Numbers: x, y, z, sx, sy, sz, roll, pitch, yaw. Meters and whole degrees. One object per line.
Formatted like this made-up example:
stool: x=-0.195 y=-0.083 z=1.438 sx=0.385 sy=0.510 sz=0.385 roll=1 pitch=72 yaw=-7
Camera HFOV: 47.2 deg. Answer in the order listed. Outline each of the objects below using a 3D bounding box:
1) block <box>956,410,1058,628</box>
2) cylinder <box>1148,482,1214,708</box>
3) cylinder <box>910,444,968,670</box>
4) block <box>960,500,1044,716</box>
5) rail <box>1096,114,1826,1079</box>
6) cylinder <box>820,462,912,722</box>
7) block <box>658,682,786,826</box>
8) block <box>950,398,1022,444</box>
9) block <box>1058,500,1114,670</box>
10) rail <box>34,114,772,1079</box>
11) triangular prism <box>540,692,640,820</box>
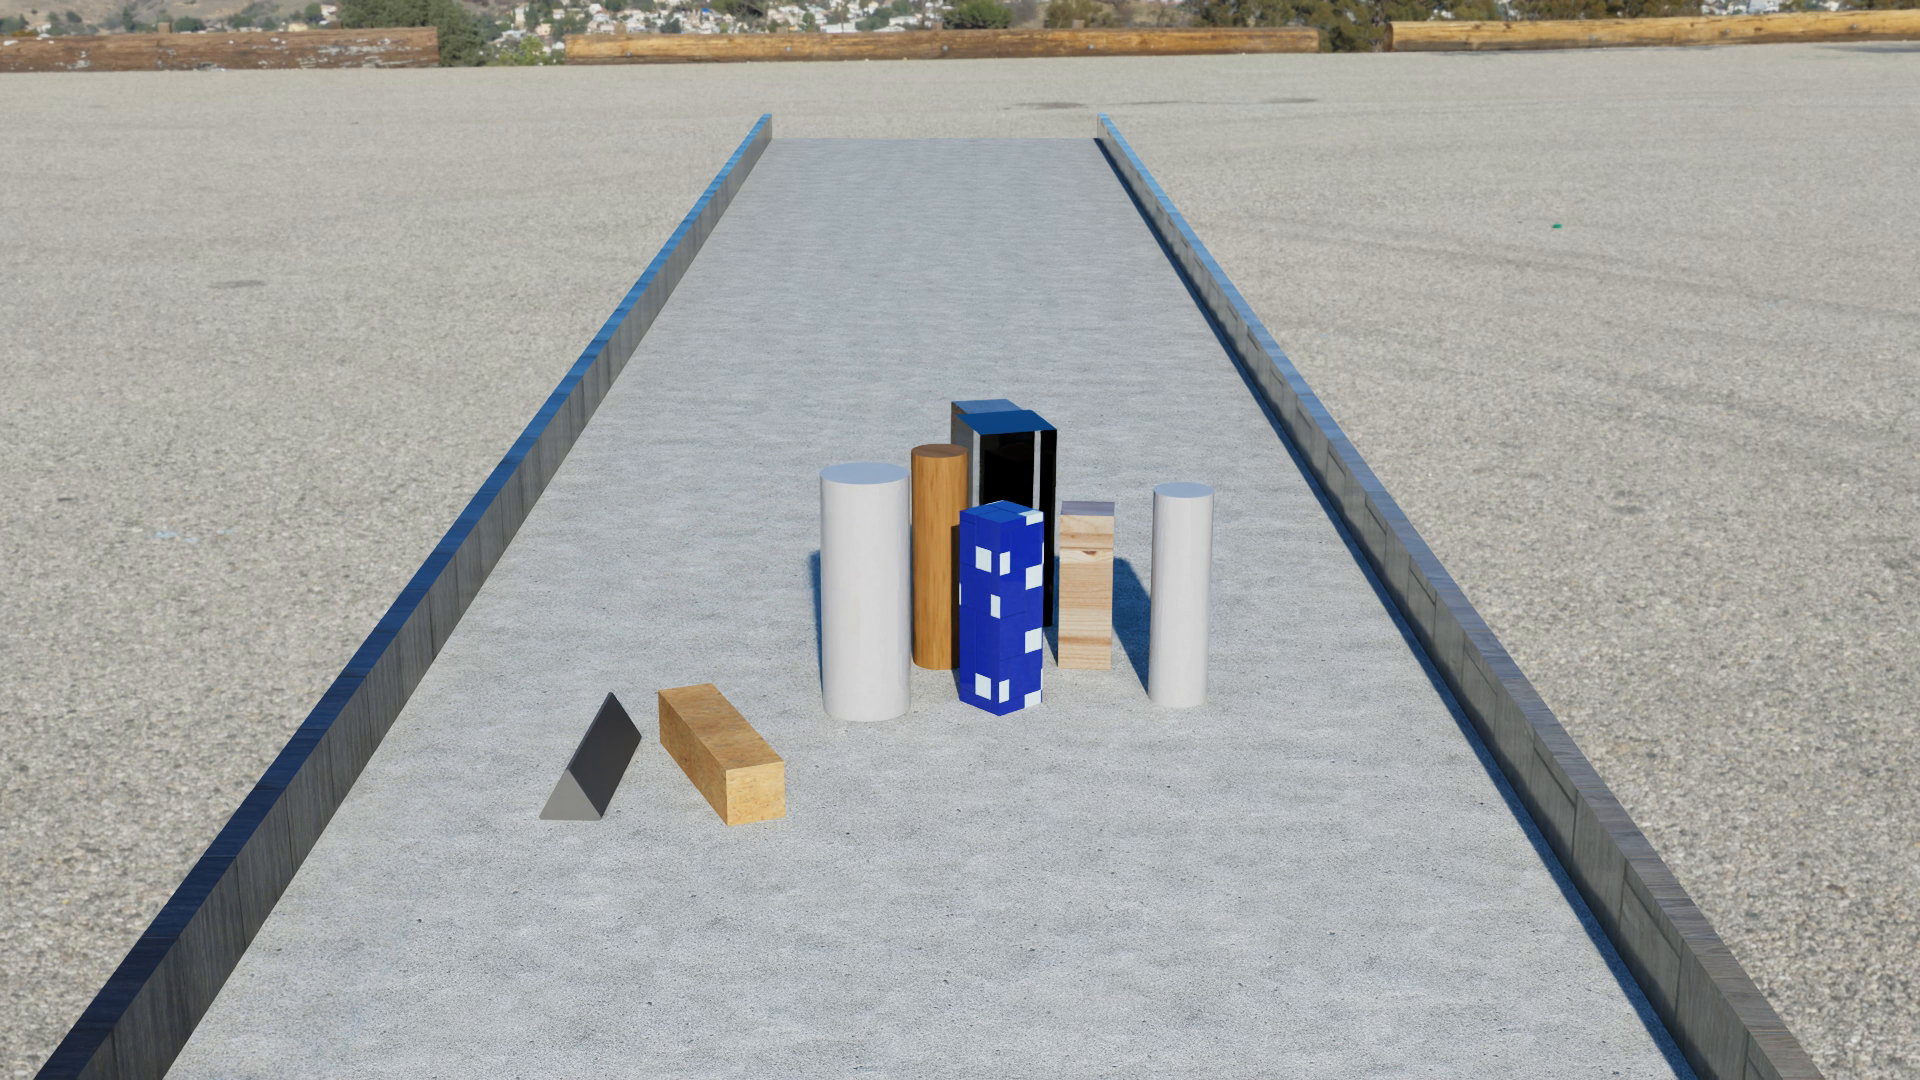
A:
block: x=0.093 y=-0.040 z=4.603 sx=0.165 sy=0.428 sz=0.165 roll=-5 pitch=19 yaw=-16
cylinder: x=0.417 y=0.104 z=4.157 sx=0.113 sy=0.411 sz=0.113 roll=0 pitch=17 yaw=0
cylinder: x=-0.039 y=0.034 z=4.351 sx=0.112 sy=0.434 sz=0.112 roll=0 pitch=17 yaw=0
block: x=0.078 y=0.127 z=4.138 sx=0.111 sy=0.377 sz=0.111 roll=-14 pitch=22 yaw=-40
rail: x=0.932 y=-0.844 z=7.801 sx=0.050 sy=0.150 sz=12.000 roll=0 pitch=17 yaw=-1
cylinder: x=-0.176 y=0.096 z=4.102 sx=0.166 sy=0.455 sz=0.166 roll=0 pitch=16 yaw=0
block: x=-0.418 y=0.367 z=3.817 sx=0.100 sy=0.100 sz=0.408 roll=-7 pitch=18 yaw=-22
block: x=0.055 y=-0.080 z=4.745 sx=0.125 sy=0.426 sz=0.125 roll=-4 pitch=17 yaw=-17
block: x=0.251 y=0.090 z=4.368 sx=0.104 sy=0.317 sz=0.104 roll=1 pitch=17 yaw=5
rail: x=-1.118 y=-0.838 z=7.780 sx=0.050 sy=0.150 sz=12.000 roll=0 pitch=17 yaw=-1
triangular prism: x=-0.641 y=0.369 z=3.820 sx=0.103 sy=0.089 sz=0.366 roll=0 pitch=17 yaw=3
